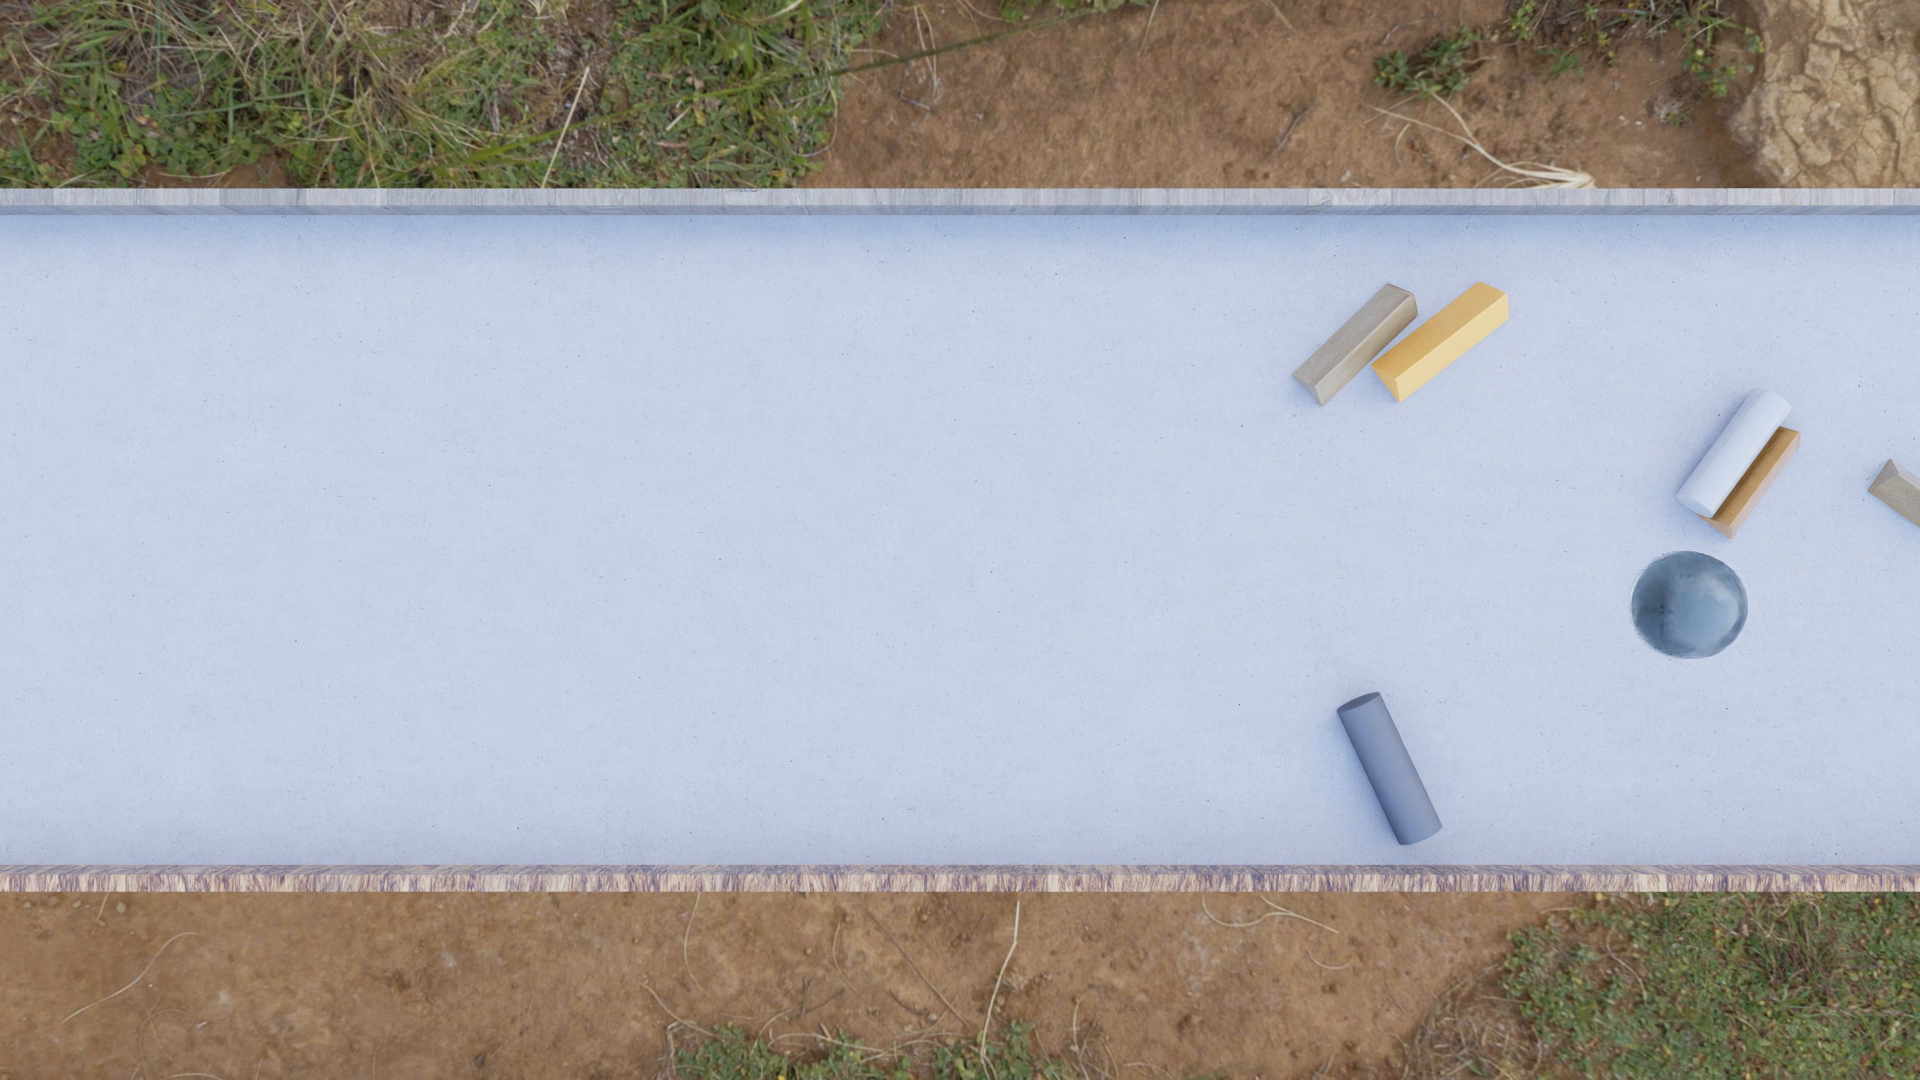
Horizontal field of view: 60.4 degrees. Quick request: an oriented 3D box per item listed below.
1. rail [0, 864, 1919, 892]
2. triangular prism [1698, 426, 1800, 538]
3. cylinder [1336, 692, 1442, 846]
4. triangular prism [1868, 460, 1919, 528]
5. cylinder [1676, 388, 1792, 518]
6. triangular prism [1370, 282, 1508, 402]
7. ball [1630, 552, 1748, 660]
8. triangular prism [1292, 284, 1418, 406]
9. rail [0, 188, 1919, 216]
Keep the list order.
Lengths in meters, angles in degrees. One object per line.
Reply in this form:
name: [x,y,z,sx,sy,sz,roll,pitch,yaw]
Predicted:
rail: [-2.247,1.025,5.001,12.000,0.150,0.050,0,90,0]
triangular prism: [2.423,-0.182,5.017,0.129,0.112,0.353,36,90,0]
cylinder: [1.303,0.693,5.006,0.141,0.141,0.445,-25,90,0]
triangular prism: [3.001,-0.078,5.021,0.425,0.105,0.121,35,90,0]
cylinder: [2.352,-0.266,5.015,0.123,0.123,0.401,36,90,0]
triangular prism: [1.474,-0.608,5.010,0.422,0.126,0.145,-38,90,0]
ball: [2.170,0.195,4.915,0.324,0.324,0.324,0,90,0]
triangular prism: [1.215,-0.599,5.015,0.409,0.117,0.135,-44,90,0]
rail: [-2.247,-1.025,5.002,12.000,0.150,0.050,0,90,0]
